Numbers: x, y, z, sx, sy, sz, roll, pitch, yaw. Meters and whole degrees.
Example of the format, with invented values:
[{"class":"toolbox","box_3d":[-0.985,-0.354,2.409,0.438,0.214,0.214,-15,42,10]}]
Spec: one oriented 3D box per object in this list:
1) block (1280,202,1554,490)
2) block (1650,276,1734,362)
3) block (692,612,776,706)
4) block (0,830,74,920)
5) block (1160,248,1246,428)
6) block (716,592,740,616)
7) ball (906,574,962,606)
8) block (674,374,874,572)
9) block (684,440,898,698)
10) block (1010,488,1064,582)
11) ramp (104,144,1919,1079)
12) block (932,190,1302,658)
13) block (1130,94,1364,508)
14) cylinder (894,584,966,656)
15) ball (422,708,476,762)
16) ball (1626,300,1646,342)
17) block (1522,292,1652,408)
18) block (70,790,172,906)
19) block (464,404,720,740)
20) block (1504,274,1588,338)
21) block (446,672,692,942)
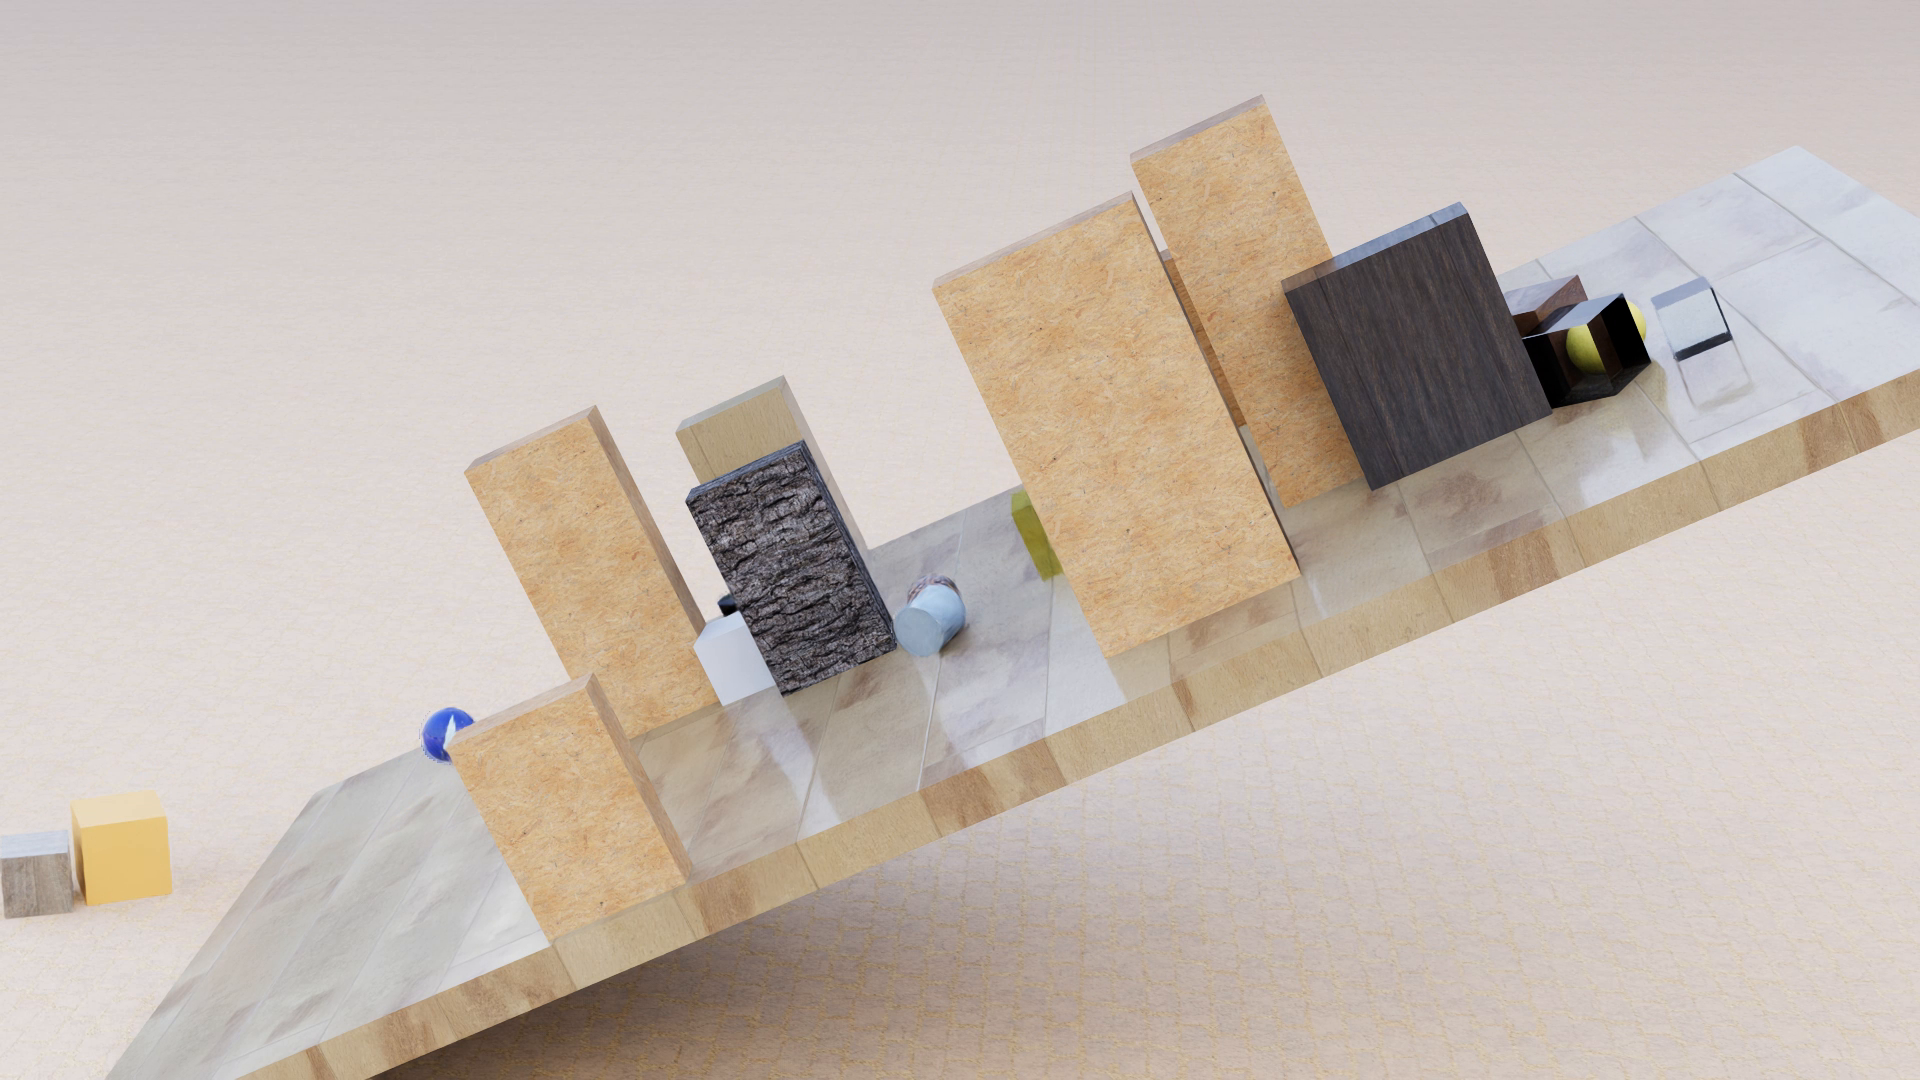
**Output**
[{"class":"block","box_3d":[0.900,-0.382,5.812,0.384,0.437,0.138,-24,13,9]},{"class":"block","box_3d":[1.428,-0.432,5.742,0.112,0.112,0.112,-23,13,11]},{"class":"block","box_3d":[-0.481,0.251,6.554,0.151,0.151,0.151,-22,13,13]},{"class":"block","box_3d":[-2.210,0.800,7.040,0.154,0.154,0.154,-4,16,-15]},{"class":"block","box_3d":[0.619,-0.493,6.803,0.375,0.425,0.149,-24,13,9]},{"class":"block","box_3d":[-0.405,0.163,6.704,0.176,0.176,0.176,-15,17,38]},{"class":"ball","box_3d":[-0.055,0.132,6.297,0.119,0.119,0.119,0,16,0]},{"class":"block","box_3d":[-0.444,-0.103,7.084,0.274,0.507,0.133,-24,13,9]},{"class":"block","box_3d":[-0.358,0.062,6.330,0.271,0.482,0.106,-24,13,9]},{"class":"block","box_3d":[0.219,-0.038,6.347,0.165,0.165,0.165,-24,13,7]},{"class":"ramp","box_3d":[0.134,0.169,6.283,4.000,0.100,2.000,-24,13,9]},{"class":"block","box_3d":[0.296,-0.211,5.508,0.403,0.780,0.109,-24,13,9]},{"class":"block","box_3d":[0.634,-0.479,5.939,0.290,0.773,0.142,-24,13,9]},{"class":"cylinder","box_3d":[-0.062,0.169,6.175,0.114,0.114,0.114,7,28,25]},{"class":"ball","box_3d":[-1.238,0.474,7.143,0.134,0.134,0.134,0,16,0]},{"class":"ball","box_3d":[1.309,-0.421,5.888,0.128,0.128,0.128,0,16,0]},{"class":"block","box_3d":[1.231,-0.371,5.779,0.154,0.154,0.154,-12,19,46]},{"class":"block","box_3d":[-2.038,0.746,7.146,0.201,0.201,0.201,-7,17,-22]},{"class":"block","box_3d":[-0.802,0.085,6.578,0.305,0.704,0.123,-24,13,9]},{"class":"block","box_3d":[1.170,-0.405,5.967,0.180,0.180,0.180,-11,19,47]},{"class":"block","box_3d":[-0.722,0.495,5.458,0.288,0.416,0.097,-24,13,9]}]
